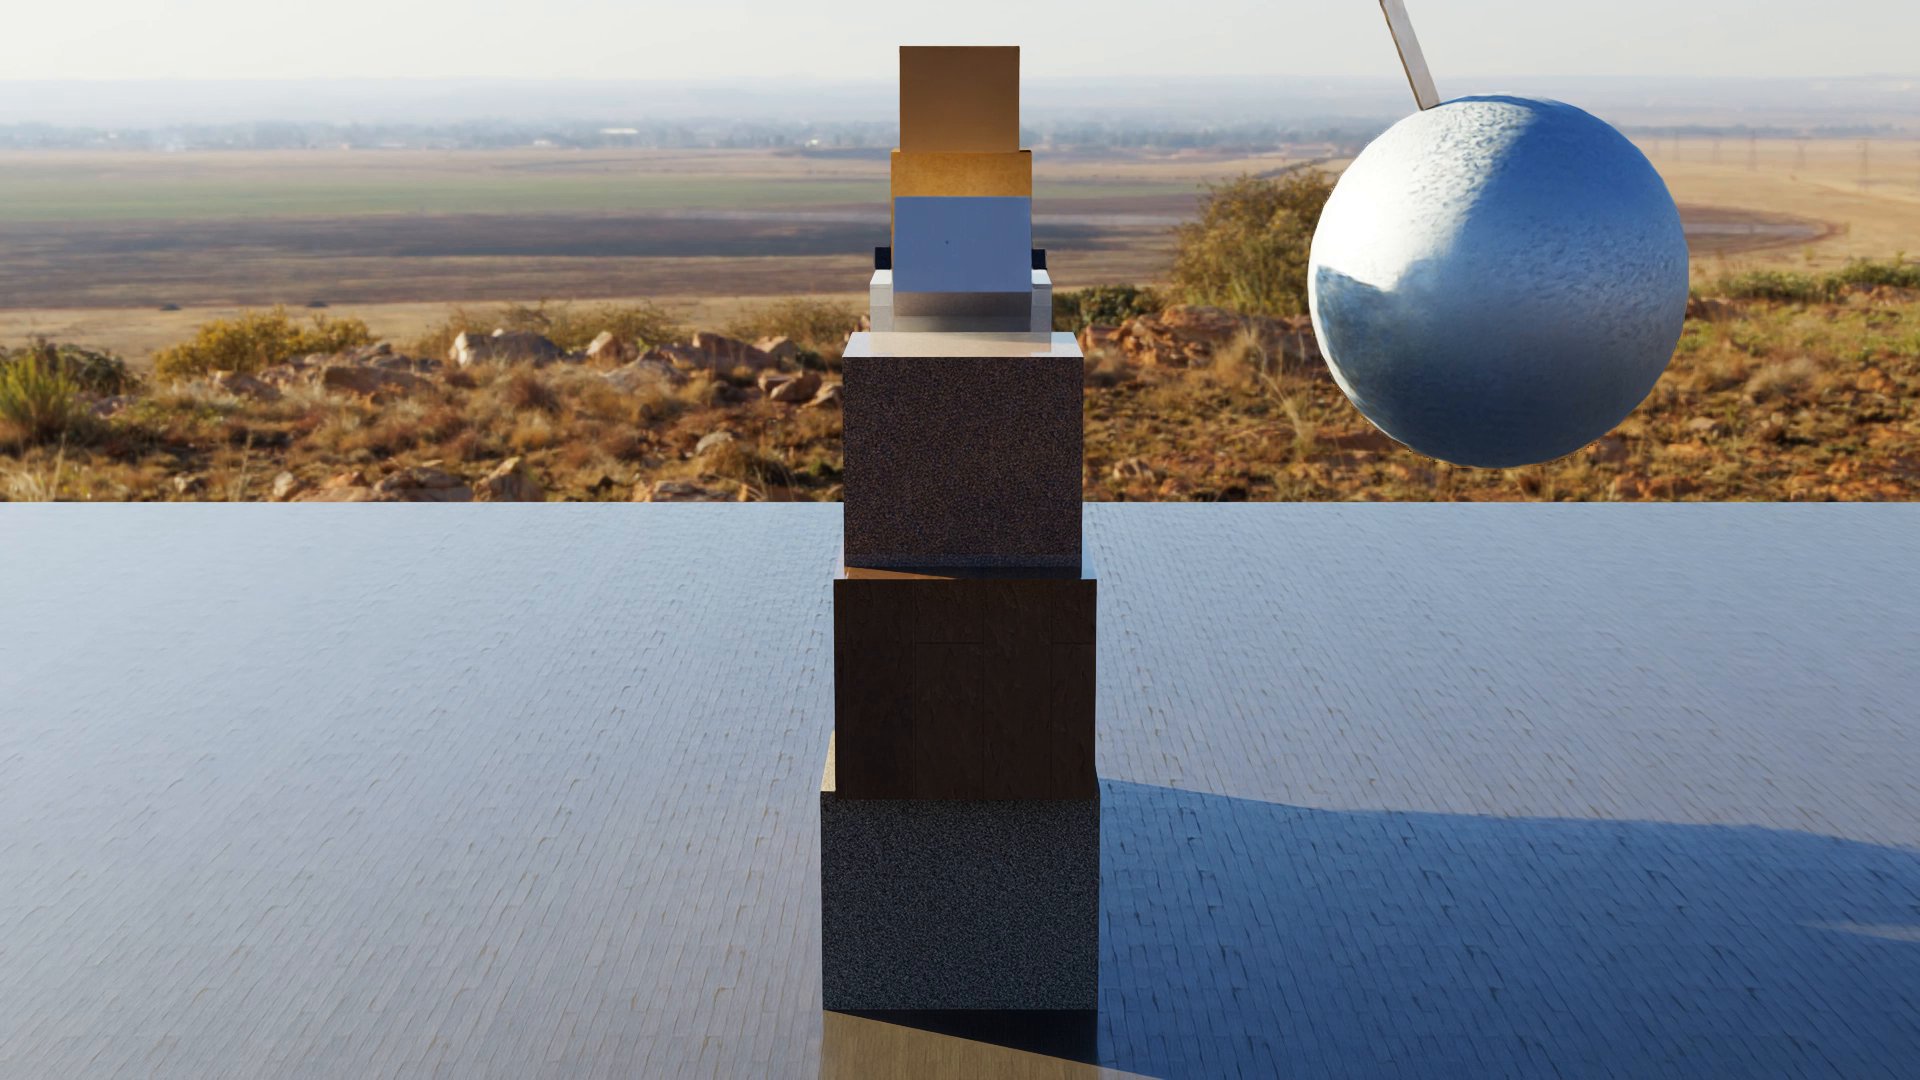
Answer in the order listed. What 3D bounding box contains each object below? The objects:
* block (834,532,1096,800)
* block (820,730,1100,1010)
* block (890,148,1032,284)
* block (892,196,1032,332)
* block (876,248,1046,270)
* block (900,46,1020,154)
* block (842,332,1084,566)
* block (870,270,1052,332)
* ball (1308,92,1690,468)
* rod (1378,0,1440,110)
[{"bbox_3d":[0.019,0.464,9.892,0.960,0.830,0.973,0,10,0],"label":"block"},{"bbox_3d":[0.001,1.281,10.117,1.048,0.859,0.898,0,10,0],"label":"block"},{"bbox_3d":[0.006,-1.420,11.176,0.595,0.554,0.610,0,10,0],"label":"block"},{"bbox_3d":[0.010,-1.066,10.511,0.552,0.487,0.478,0,-32,0],"label":"block"},{"bbox_3d":[-0.005,-0.924,13.516,0.889,0.868,0.853,0,54,-2],"label":"block"},{"bbox_3d":[-0.002,-1.864,10.843,0.496,0.438,0.475,0,10,0],"label":"block"},{"bbox_3d":[0.011,-0.370,9.959,0.888,0.785,0.915,0,10,0],"label":"block"},{"bbox_3d":[0.004,-0.772,11.359,0.773,0.786,0.805,0,10,0],"label":"block"},{"bbox_3d":[2.295,-1.106,10.979,1.600,1.600,1.600,0,10,0],"label":"ball"},{"bbox_3d":[0.994,-4.197,10.417,0.080,5.200,0.080,-22,10,4],"label":"rod"}]
